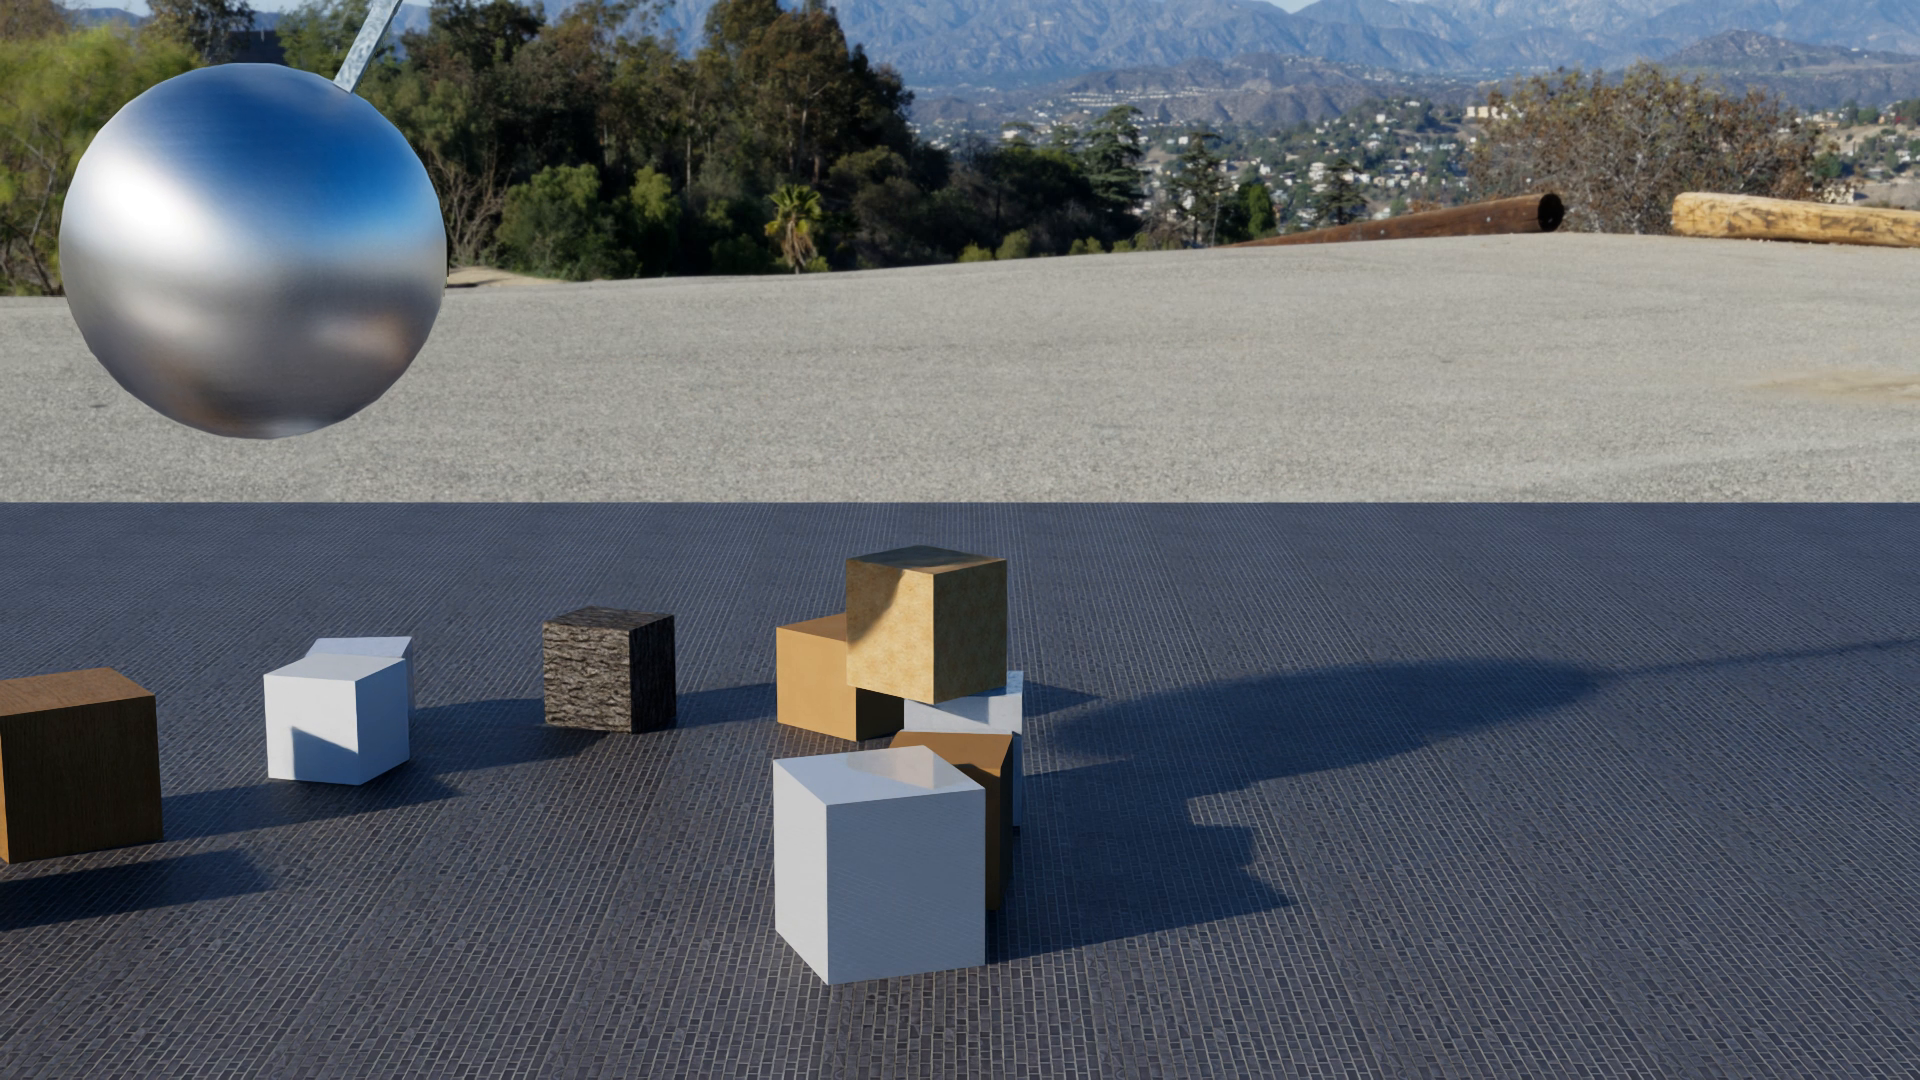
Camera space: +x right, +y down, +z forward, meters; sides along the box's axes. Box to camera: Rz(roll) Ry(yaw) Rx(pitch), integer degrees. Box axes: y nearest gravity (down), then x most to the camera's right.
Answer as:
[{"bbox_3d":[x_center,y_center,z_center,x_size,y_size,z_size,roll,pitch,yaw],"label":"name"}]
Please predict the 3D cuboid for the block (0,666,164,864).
[{"bbox_3d":[-4.192,1.035,11.960,0.698,0.685,0.704,-7,13,-34],"label":"block"}]

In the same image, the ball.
[{"bbox_3d":[-3.004,-1.228,10.957,1.600,1.600,1.600,0,10,0],"label":"ball"}]

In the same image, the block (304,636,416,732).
[{"bbox_3d":[-3.233,0.805,13.839,0.508,0.465,0.490,-1,10,-5],"label":"block"}]

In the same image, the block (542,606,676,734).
[{"bbox_3d":[-1.920,0.709,14.066,0.553,0.573,0.462,5,11,24],"label":"block"}]

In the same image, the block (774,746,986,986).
[{"bbox_3d":[-0.334,1.299,10.385,0.658,0.728,0.711,-4,11,-20],"label":"block"}]

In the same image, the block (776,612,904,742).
[{"bbox_3d":[-0.580,0.736,14.028,0.612,0.532,0.579,9,14,42],"label":"block"}]

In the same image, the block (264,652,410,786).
[{"bbox_3d":[-3.174,0.906,13.091,0.511,0.533,0.523,3,11,16],"label":"block"}]

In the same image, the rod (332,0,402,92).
[{"bbox_3d":[-1.302,-4.124,10.431,0.080,5.200,0.080,30,9,-5],"label":"rod"}]

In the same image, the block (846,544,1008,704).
[{"bbox_3d":[-0.159,0.392,12.196,0.570,0.613,0.509,10,14,42],"label":"block"}]

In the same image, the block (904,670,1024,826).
[{"bbox_3d":[0.025,0.994,12.348,0.552,0.626,0.535,0,10,2],"label":"block"}]

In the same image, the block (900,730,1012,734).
[{"bbox_3d":[-0.028,1.174,11.802,0.524,0.467,0.591,0,10,2],"label":"block"}]

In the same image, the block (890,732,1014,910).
[{"bbox_3d":[-0.054,1.212,11.162,0.516,0.621,0.574,1,10,6],"label":"block"}]
